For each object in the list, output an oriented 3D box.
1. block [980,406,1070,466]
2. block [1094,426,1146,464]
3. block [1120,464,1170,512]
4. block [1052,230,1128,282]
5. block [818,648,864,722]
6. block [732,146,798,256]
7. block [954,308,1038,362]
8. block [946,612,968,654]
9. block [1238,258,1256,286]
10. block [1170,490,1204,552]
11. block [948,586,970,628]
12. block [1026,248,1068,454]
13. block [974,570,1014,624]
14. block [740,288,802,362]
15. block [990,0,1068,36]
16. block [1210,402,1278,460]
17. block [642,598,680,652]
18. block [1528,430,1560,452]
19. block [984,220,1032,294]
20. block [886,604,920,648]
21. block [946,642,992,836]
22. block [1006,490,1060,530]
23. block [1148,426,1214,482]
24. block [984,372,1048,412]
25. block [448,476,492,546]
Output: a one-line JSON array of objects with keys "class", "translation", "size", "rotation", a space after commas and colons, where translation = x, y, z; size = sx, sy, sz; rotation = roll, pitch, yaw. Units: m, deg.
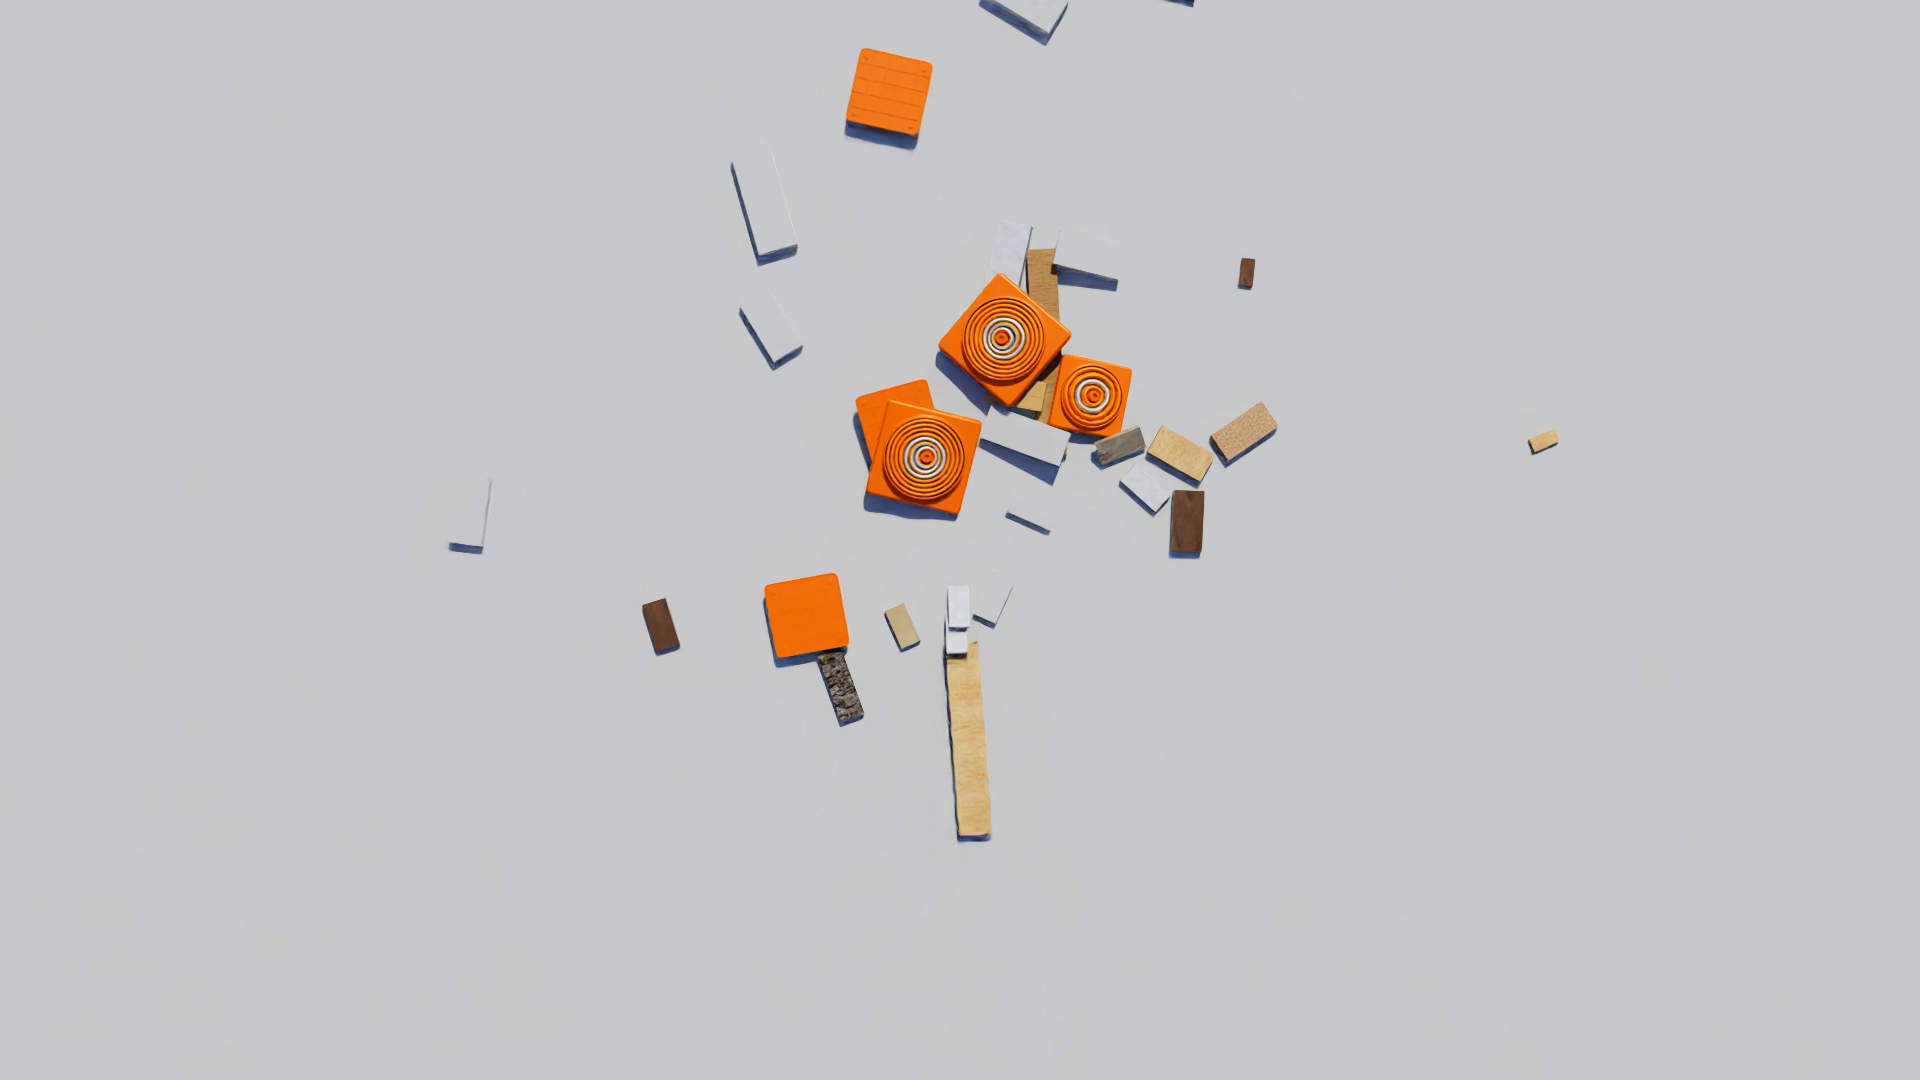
[{"class": "block", "translation": [0.217, -0.346, 5.462], "size": [0.280, 0.032, 0.114], "rotation": [20, 93, 8]}, {"class": "block", "translation": [0.532, -0.316, 5.473], "size": [0.157, 0.022, 0.078], "rotation": [-22, 116, 0]}, {"class": "block", "translation": [0.617, -0.175, 5.489], "size": [0.157, 0.022, 0.078], "rotation": [42, 90, 0]}, {"class": "block", "translation": [0.429, -0.943, 5.469], "size": [0.229, 0.032, 0.114], "rotation": [13, 88, -6]}, {"class": "block", "translation": [-0.397, 0.481, 5.489], "size": [0.081, 0.023, 0.235], "rotation": [-20, 90, 0]}, {"class": "block", "translation": [-0.649, -1.127, 5.481], "size": [0.131, 0.037, 0.339], "rotation": [-16, 90, 0]}, {"class": "block", "translation": [0.119, -0.678, 5.466], "size": [0.262, 0.037, 0.131], "rotation": [11, 92, 6]}, {"class": "block", "translation": [-0.011, 0.309, 5.470], "size": [0.068, 0.019, 0.137], "rotation": [-2, 72, 0]}, {"class": "block", "translation": [0.956, -0.892, 5.494], "size": [0.045, 0.013, 0.091], "rotation": [6, 90, 0]}, {"class": "block", "translation": [0.757, -0.064, 5.486], "size": [0.101, 0.029, 0.202], "rotation": [2, 90, 0]}, {"class": "block", "translation": [-0.003, 0.223, 5.473], "size": [0.068, 0.019, 0.137], "rotation": [-1, 75, 0]}, {"class": "block", "translation": [0.289, -0.624, 5.486], "size": [0.097, 0.027, 0.685], "rotation": [-3, 90, 0]}, {"class": "block", "translation": [0.115, 0.188, 5.489], "size": [0.081, 0.023, 0.161], "rotation": [24, 90, 0]}, {"class": "block", "translation": [-0.628, -0.714, 5.484], "size": [0.111, 0.031, 0.221], "rotation": [-31, 90, 0]}, {"class": "block", "translation": [0.216, -1.803, 5.481], "size": [0.262, 0.037, 0.131], "rotation": [31, 90, 0]}, {"class": "block", "translation": [0.946, -0.362, 5.486], "size": [0.202, 0.029, 0.101], "rotation": [-34, 90, 0]}, {"class": "block", "translation": [-0.994, 0.281, 5.489], "size": [0.081, 0.023, 0.161], "rotation": [-17, 90, 0]}, {"class": "block", "translation": [1.945, -0.331, 5.494], "size": [0.091, 0.013, 0.045], "rotation": [-23, 90, 0]}, {"class": "block", "translation": [0.161, -0.936, 5.470], "size": [0.114, 0.032, 0.229], "rotation": [12, 90, 15]}, {"class": "block", "translation": [-0.190, 0.285, 5.490], "size": [0.068, 0.019, 0.137], "rotation": [-24, 90, 0]}, {"class": "block", "translation": [0.029, 0.661, 5.484], "size": [0.111, 0.031, 0.635], "rotation": [-4, 90, 0]}, {"class": "block", "translation": [0.242, -0.100, 5.489], "size": [0.157, 0.022, 0.078], "rotation": [24, 90, 0]}, {"class": "block", "translation": [0.735, -0.287, 5.486], "size": [0.202, 0.029, 0.101], "rotation": [30, 90, 0]}, {"class": "block", "translation": [0.185, -0.491, 5.469], "size": [0.193, 0.027, 0.097], "rotation": [12, 92, 9]}, {"class": "block", "translation": [-1.629, -0.096, 5.484], "size": [0.111, 0.031, 0.221], "rotation": [8, 90, 0]}]
